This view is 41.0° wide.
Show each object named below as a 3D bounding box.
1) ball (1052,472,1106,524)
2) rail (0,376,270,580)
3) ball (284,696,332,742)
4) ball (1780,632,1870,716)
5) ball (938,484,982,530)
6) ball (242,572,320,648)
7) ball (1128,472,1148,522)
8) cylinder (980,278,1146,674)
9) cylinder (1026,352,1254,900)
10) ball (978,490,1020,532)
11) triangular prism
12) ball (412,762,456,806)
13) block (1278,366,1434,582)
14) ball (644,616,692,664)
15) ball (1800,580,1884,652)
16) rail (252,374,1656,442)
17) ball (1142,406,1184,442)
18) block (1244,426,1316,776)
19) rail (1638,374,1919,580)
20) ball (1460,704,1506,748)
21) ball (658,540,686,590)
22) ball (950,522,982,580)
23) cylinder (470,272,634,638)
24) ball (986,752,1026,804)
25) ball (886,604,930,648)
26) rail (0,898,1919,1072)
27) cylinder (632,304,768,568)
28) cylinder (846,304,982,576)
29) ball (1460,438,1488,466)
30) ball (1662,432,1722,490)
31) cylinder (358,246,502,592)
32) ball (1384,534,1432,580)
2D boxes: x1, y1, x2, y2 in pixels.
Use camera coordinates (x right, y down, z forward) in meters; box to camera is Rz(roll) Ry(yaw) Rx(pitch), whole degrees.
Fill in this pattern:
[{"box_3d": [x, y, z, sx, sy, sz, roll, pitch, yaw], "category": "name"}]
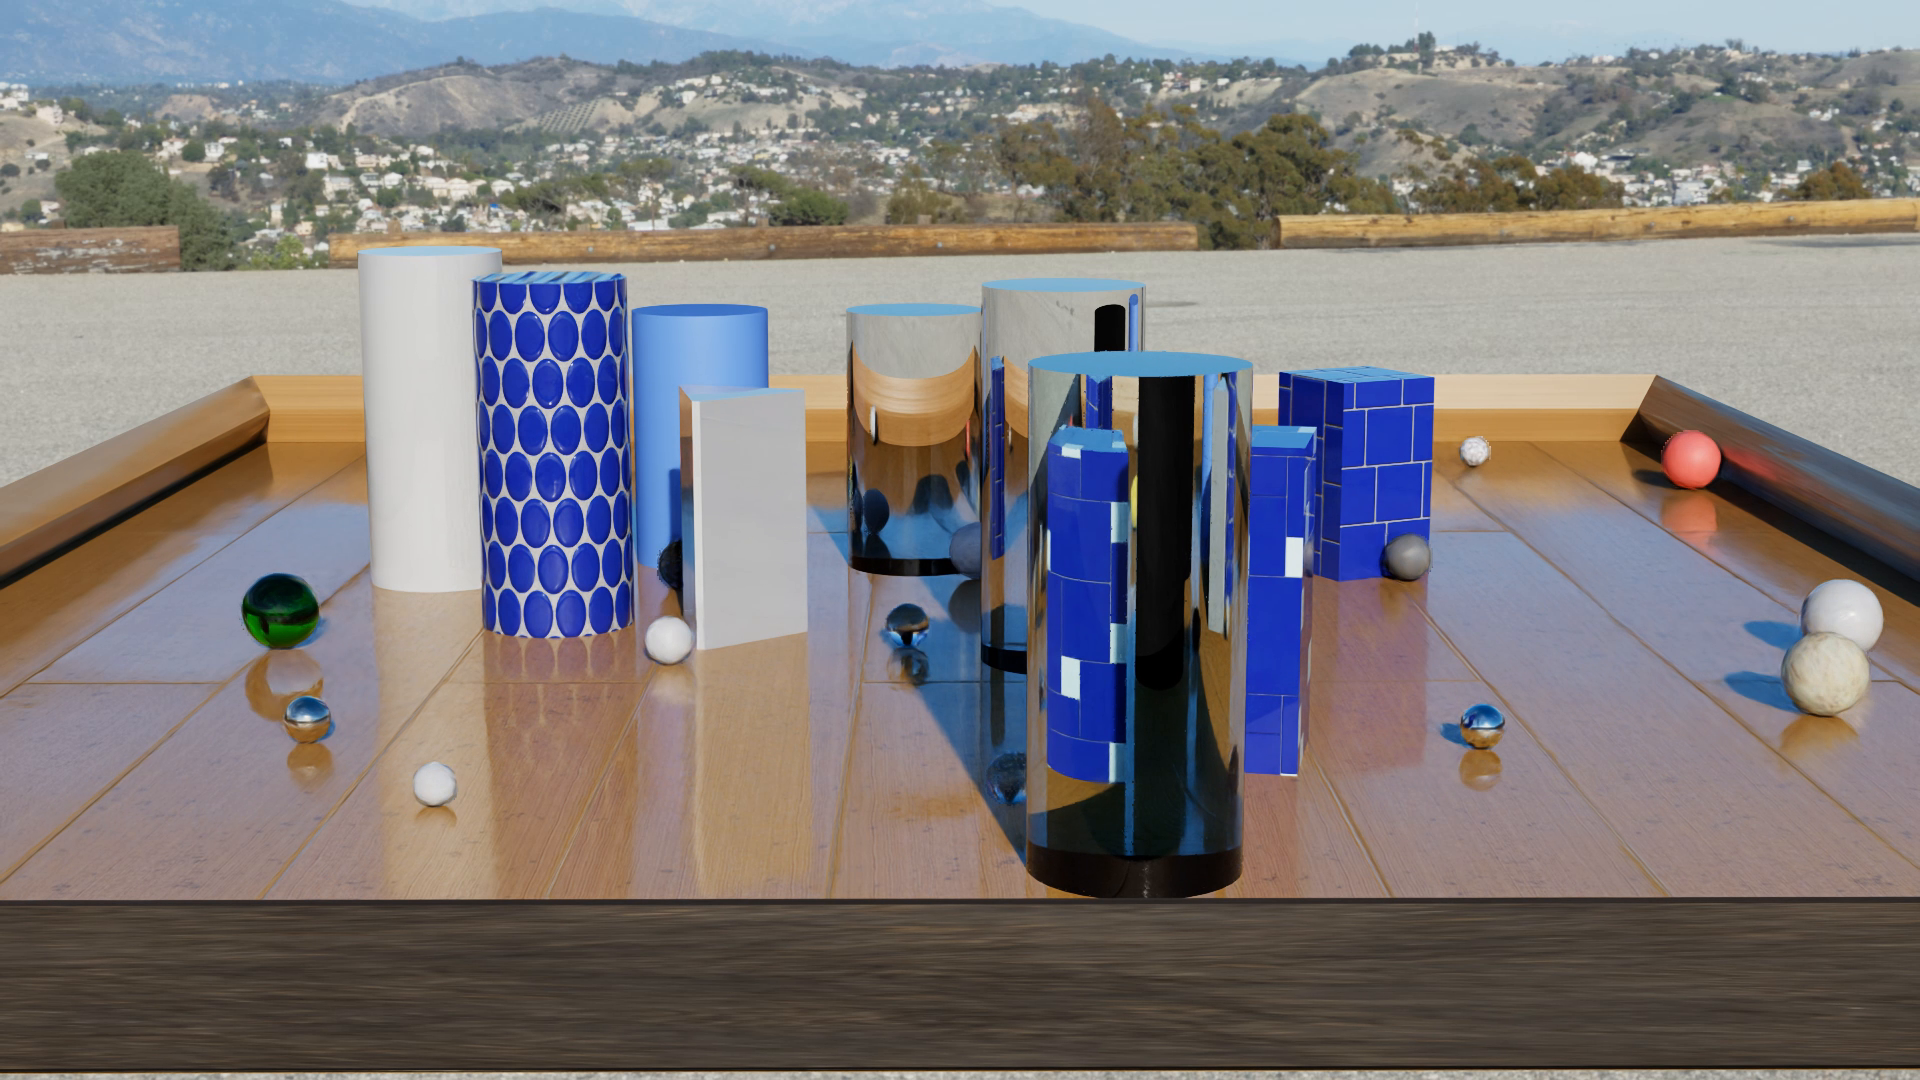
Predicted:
[{"box_3d": [0.191, -0.067, 4.121, 0.084, 0.084, 0.084, 0, 10, 0], "category": "ball"}, {"box_3d": [-1.351, 0.035, 3.441, 0.045, 0.130, 3.211, 0, 10, 0], "category": "rail"}, {"box_3d": [-0.711, 0.195, 2.797, 0.051, 0.051, 0.051, 0, 10, 0], "category": "ball"}, {"box_3d": [0.981, 0.151, 2.910, 0.096, 0.096, 0.096, 0, 10, 0], "category": "ball"}, {"box_3d": [0.001, -0.053, 4.081, 0.072, 0.072, 0.072, 0, 10, 0], "category": "ball"}, {"box_3d": [-0.859, 0.089, 3.245, 0.096, 0.096, 0.096, 0, 10, 0], "category": "ball"}, {"box_3d": [0.314, -0.070, 4.132, 0.086, 0.086, 0.086, 0, 10, 0], "category": "ball"}, {"box_3d": [0.126, -0.081, 3.154, 0.200, 0.465, 0.200, 0, 10, 0], "category": "cylinder"}, {"box_3d": [0.160, 0.072, 2.323, 0.200, 0.466, 0.200, 0, 10, 0], "category": "cylinder"}, {"box_3d": [0.061, -0.044, 4.048, 0.067, 0.067, 0.067, 0, 10, 0], "category": "ball"}, {"box_3d": [-0.313, -0.037, 3.321, 0.173, 0.316, 0.150, -9, 14, -41], "category": "triangular prism"}, {"box_3d": [-0.524, 0.243, 2.556, 0.044, 0.044, 0.044, 0, 10, 0], "category": "ball"}, {"box_3d": [0.575, -0.100, 3.750, 0.160, 0.285, 0.160, -5, 12, -27], "category": "block"}, {"box_3d": [-0.359, 0.123, 3.162, 0.059, 0.059, 0.059, 0, 10, 0], "category": "ball"}, {"box_3d": [1.096, 0.098, 3.189, 0.099, 0.099, 0.099, 0, 10, 0], "category": "ball"}, {"box_3d": [-0.009, -0.254, 5.004, 2.749, 0.130, 0.045, 0, 10, 0], "category": "rail"}, {"box_3d": [0.393, -0.219, 4.956, 0.081, 0.081, 0.081, 0, 10, 0], "category": "ball"}, {"box_3d": [0.289, 0.059, 2.728, 0.160, 0.344, 0.160, 2, 11, 12], "category": "block"}, {"box_3d": [1.351, 0.032, 3.456, 0.045, 0.130, 3.211, 0, 10, 0], "category": "rail"}, {"box_3d": [0.564, 0.201, 2.770, 0.049, 0.049, 0.049, 0, 10, 0], "category": "ball"}, {"box_3d": [-0.390, 0.035, 3.612, 0.070, 0.070, 0.070, 0, 10, 0], "category": "ball"}, {"box_3d": [0.026, 0.015, 3.683, 0.082, 0.082, 0.082, 0, 10, 0], "category": "ball"}, {"box_3d": [-0.532, -0.116, 3.365, 0.200, 0.456, 0.200, 0, 10, 0], "category": "cylinder"}, {"box_3d": [0.052, 0.237, 2.564, 0.052, 0.052, 0.052, 0, 10, 0], "category": "ball"}, {"box_3d": [-0.066, 0.108, 3.254, 0.056, 0.056, 0.056, 0, 10, 0], "category": "ball"}, {"box_3d": [0.009, 0.321, 1.893, 2.749, 0.130, 0.045, 0, 10, 0], "category": "rail"}, {"box_3d": [-0.383, -0.155, 3.809, 0.200, 0.372, 0.200, 0, 10, 0], "category": "cylinder"}, {"box_3d": [-0.066, -0.151, 3.771, 0.200, 0.376, 0.200, 0, 10, 0], "category": "cylinder"}, {"box_3d": [0.946, -0.163, 4.723, 0.054, 0.054, 0.054, 0, 10, 0], "category": "ball"}, {"box_3d": [1.274, -0.138, 4.466, 0.100, 0.100, 0.100, 0, 10, 0], "category": "ball"}, {"box_3d": [-0.745, -0.176, 3.650, 0.200, 0.470, 0.200, 0, 10, 0], "category": "cylinder"}, {"box_3d": [0.642, 0.024, 3.677, 0.067, 0.067, 0.067, 0, 10, 0], "category": "ball"}]
